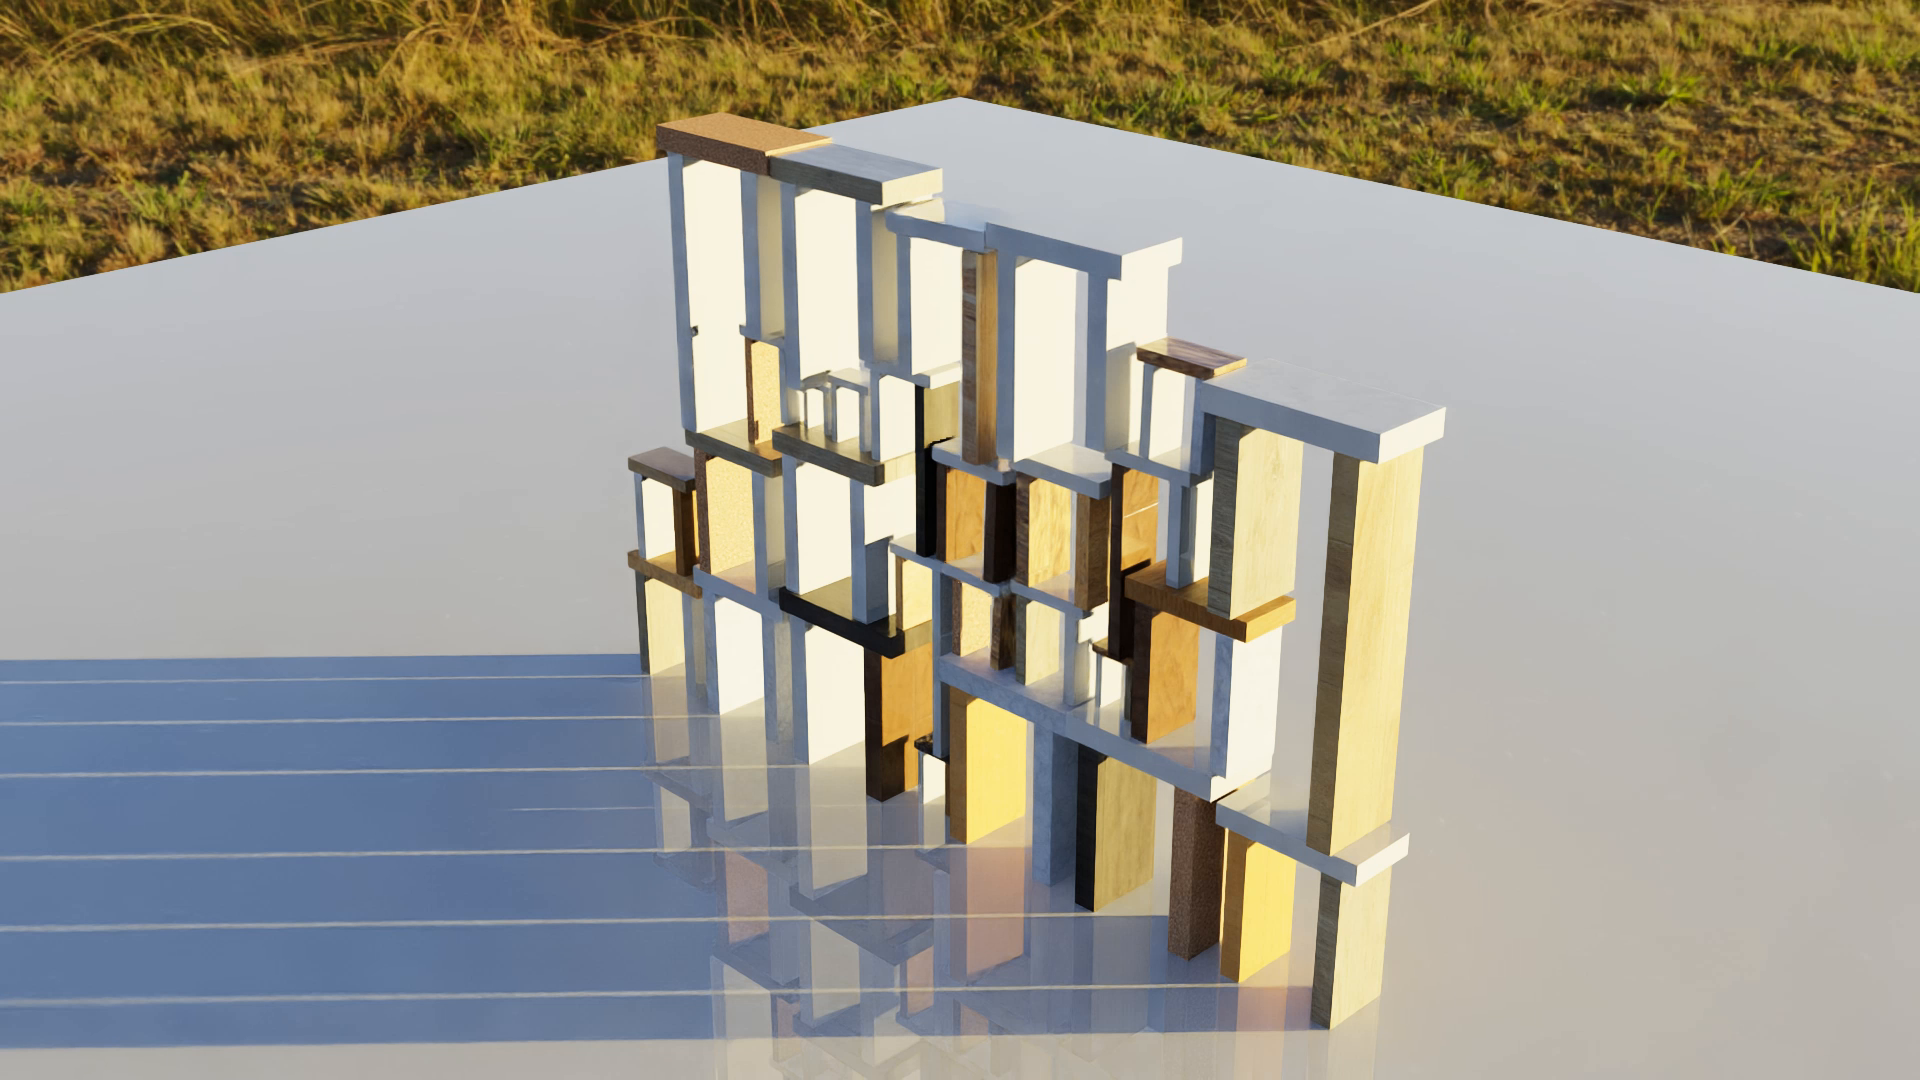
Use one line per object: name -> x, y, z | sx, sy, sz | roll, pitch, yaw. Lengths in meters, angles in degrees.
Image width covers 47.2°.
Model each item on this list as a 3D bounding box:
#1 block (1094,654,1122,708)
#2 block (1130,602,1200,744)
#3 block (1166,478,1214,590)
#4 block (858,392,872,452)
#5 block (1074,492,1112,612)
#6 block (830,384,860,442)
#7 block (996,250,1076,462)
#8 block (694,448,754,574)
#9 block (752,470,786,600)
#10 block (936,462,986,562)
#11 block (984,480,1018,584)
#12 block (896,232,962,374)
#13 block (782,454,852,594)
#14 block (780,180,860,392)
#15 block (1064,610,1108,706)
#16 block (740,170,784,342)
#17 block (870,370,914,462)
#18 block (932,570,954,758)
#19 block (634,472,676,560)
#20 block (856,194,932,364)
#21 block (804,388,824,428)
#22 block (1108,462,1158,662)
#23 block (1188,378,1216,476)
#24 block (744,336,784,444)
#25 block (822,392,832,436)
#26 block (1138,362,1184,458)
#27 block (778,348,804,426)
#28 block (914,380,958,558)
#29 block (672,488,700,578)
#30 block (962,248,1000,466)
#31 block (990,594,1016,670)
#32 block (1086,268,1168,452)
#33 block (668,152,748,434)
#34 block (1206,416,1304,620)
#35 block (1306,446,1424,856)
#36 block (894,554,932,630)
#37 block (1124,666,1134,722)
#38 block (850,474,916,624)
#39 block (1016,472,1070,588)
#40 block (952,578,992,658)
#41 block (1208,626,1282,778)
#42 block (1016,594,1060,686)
block -> 0.273, 0.249, 4.039 | 0.054, 0.108, 0.015 | -21, 31, -40
block -> 0.366, 0.216, 3.911 | 0.134, 0.268, 0.038 | -21, 31, -41
block -> 0.398, -0.021, 3.783 | 0.096, 0.192, 0.027 | -21, 31, -41
block -> -0.170, -0.237, 4.302 | 0.017, 0.120, 0.060 | 22, 31, 40
block -> 0.257, 0.007, 3.951 | 0.111, 0.221, 0.031 | -21, 31, -40
block -> -0.227, -0.258, 4.354 | 0.017, 0.120, 0.060 | 21, 31, 40
block -> 0.136, -0.343, 3.922 | 0.044, 0.382, 0.155 | 21, 31, 41
block -> -0.498, -0.079, 4.725 | 0.040, 0.282, 0.141 | 21, 31, 41
block -> -0.365, -0.028, 4.602 | 0.040, 0.282, 0.141 | 21, 31, 41
block -> 0.002, -0.063, 4.190 | 0.098, 0.196, 0.028 | -17, 27, -38
block -> 0.092, -0.024, 4.097 | 0.098, 0.196, 0.028 | -16, 27, -38
block -> -0.056, -0.452, 4.091 | 0.132, 0.264, 0.037 | -21, 30, -40
block -> -0.290, -0.052, 4.516 | 0.043, 0.301, 0.151 | 21, 31, 41
block -> -0.273, -0.508, 4.301 | 0.154, 0.414, 0.044 | -21, 31, -40
block -> 0.232, 0.208, 4.059 | 0.026, 0.182, 0.091 | 21, 31, 41
block -> -0.350, -0.578, 4.361 | 0.048, 0.338, 0.169 | 21, 31, 40
block -> -0.130, -0.251, 4.255 | 0.026, 0.183, 0.091 | 21, 31, 41
block -> -0.018, 0.236, 4.339 | 0.079, 0.405, 0.022 | -21, 31, -40
block -> -0.675, -0.067, 4.925 | 0.029, 0.203, 0.102 | 21, 31, 41
block -> -0.123, -0.501, 4.151 | 0.154, 0.309, 0.044 | -21, 31, -41
block -> -0.294, -0.274, 4.428 | 0.045, 0.091, 0.013 | -21, 32, -40
block -> 0.307, 0.028, 3.902 | 0.027, 0.375, 0.096 | 21, 31, 40
block -> 0.424, -0.199, 3.672 | 0.084, 0.167, 0.024 | -21, 33, -40
block -> -0.402, -0.316, 4.528 | 0.023, 0.228, 0.080 | 21, 31, 41
block -> -0.252, -0.258, 4.389 | 0.013, 0.091, 0.045 | 21, 31, 41
block -> 0.344, -0.230, 3.745 | 0.084, 0.167, 0.024 | -21, 32, -41
block -> -0.328, -0.319, 4.446 | 0.023, 0.159, 0.080 | 21, 31, 41
block -> -0.044, -0.141, 4.208 | 0.091, 0.347, 0.026 | -21, 31, -40
block -> -0.579, -0.030, 4.837 | 0.029, 0.203, 0.102 | 21, 31, 41
block -> 0.065, -0.345, 4.000 | 0.132, 0.407, 0.037 | -21, 32, -38
block -> 0.100, 0.162, 4.186 | 0.082, 0.164, 0.023 | -14, 27, -36
block -> 0.285, -0.319, 3.774 | 0.044, 0.311, 0.155 | 21, 31, 41
block -> -0.509, -0.524, 4.556 | 0.048, 0.589, 0.169 | 21, 31, 40
block -> 0.494, -0.058, 3.670 | 0.049, 0.349, 0.175 | 21, 31, 41
block -> 0.659, 0.170, 3.588 | 0.049, 0.706, 0.175 | 21, 31, 41
block -> -0.092, 0.093, 4.359 | 0.022, 0.158, 0.079 | 21, 31, 41
block -> 0.322, 0.270, 3.990 | 0.015, 0.108, 0.054 | 21, 31, 40
block -> -0.148, 0.003, 4.386 | 0.043, 0.301, 0.151 | 21, 31, 41
block -> 0.154, -0.035, 4.049 | 0.111, 0.221, 0.031 | -21, 31, -40
block -> 0.023, 0.136, 4.251 | 0.023, 0.164, 0.082 | 22, 31, 40
block -> 0.493, 0.265, 3.795 | 0.134, 0.268, 0.038 | -21, 31, -41
block -> 0.146, 0.175, 4.138 | 0.026, 0.182, 0.091 | 21, 31, 40
